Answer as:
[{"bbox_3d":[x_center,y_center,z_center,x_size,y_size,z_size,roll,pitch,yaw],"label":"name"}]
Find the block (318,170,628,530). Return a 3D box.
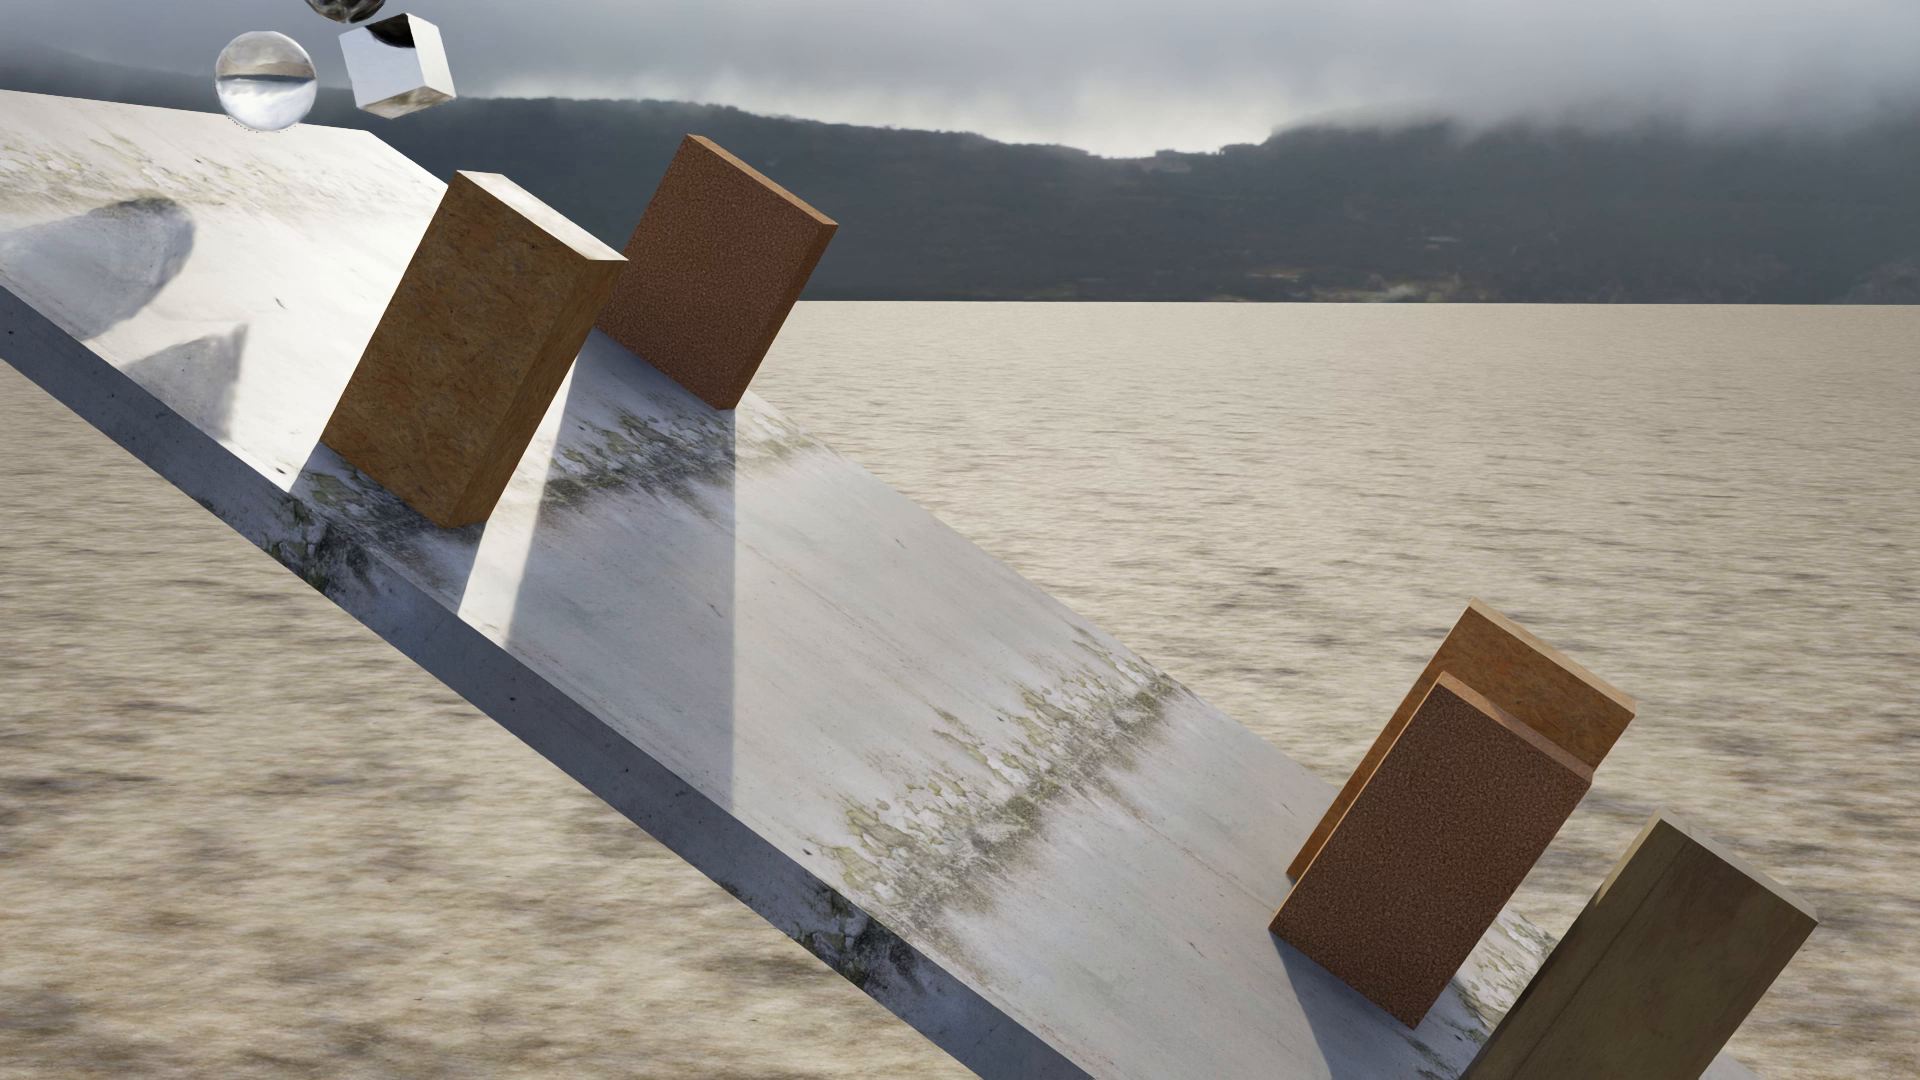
[{"bbox_3d":[-0.777,-0.302,3.505,0.261,0.498,0.141,34,15,11],"label":"block"}]

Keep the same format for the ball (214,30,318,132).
[{"bbox_3d":[-1.431,-0.946,4.534,0.205,0.205,0.205,0,7,0],"label":"ball"}]

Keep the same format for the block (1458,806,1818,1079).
[{"bbox_3d":[1.007,0.744,3.376,0.266,0.631,0.089,34,15,11],"label":"block"}]

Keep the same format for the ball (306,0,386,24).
[{"bbox_3d":[-1.243,-1.137,4.440,0.183,0.183,0.183,0,7,0],"label":"ball"}]

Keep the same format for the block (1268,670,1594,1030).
[{"bbox_3d":[0.820,0.541,3.845,0.304,0.538,0.121,34,15,11],"label":"block"}]

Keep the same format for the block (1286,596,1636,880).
[{"bbox_3d":[0.943,0.469,4.158,0.353,0.623,0.134,34,15,11],"label":"block"}]

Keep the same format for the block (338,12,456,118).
[{"bbox_3d":[-1.189,-1.001,4.653,0.158,0.158,0.158,-15,-1,11],"label":"block"}]

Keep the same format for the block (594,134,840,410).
[{"bbox_3d":[-0.557,-0.598,4.927,0.377,0.483,0.100,34,15,11],"label":"block"}]

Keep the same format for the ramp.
[{"bbox_3d":[-0.153,0.253,4.112,4.000,0.100,2.000,34,15,11],"label":"ramp"}]
